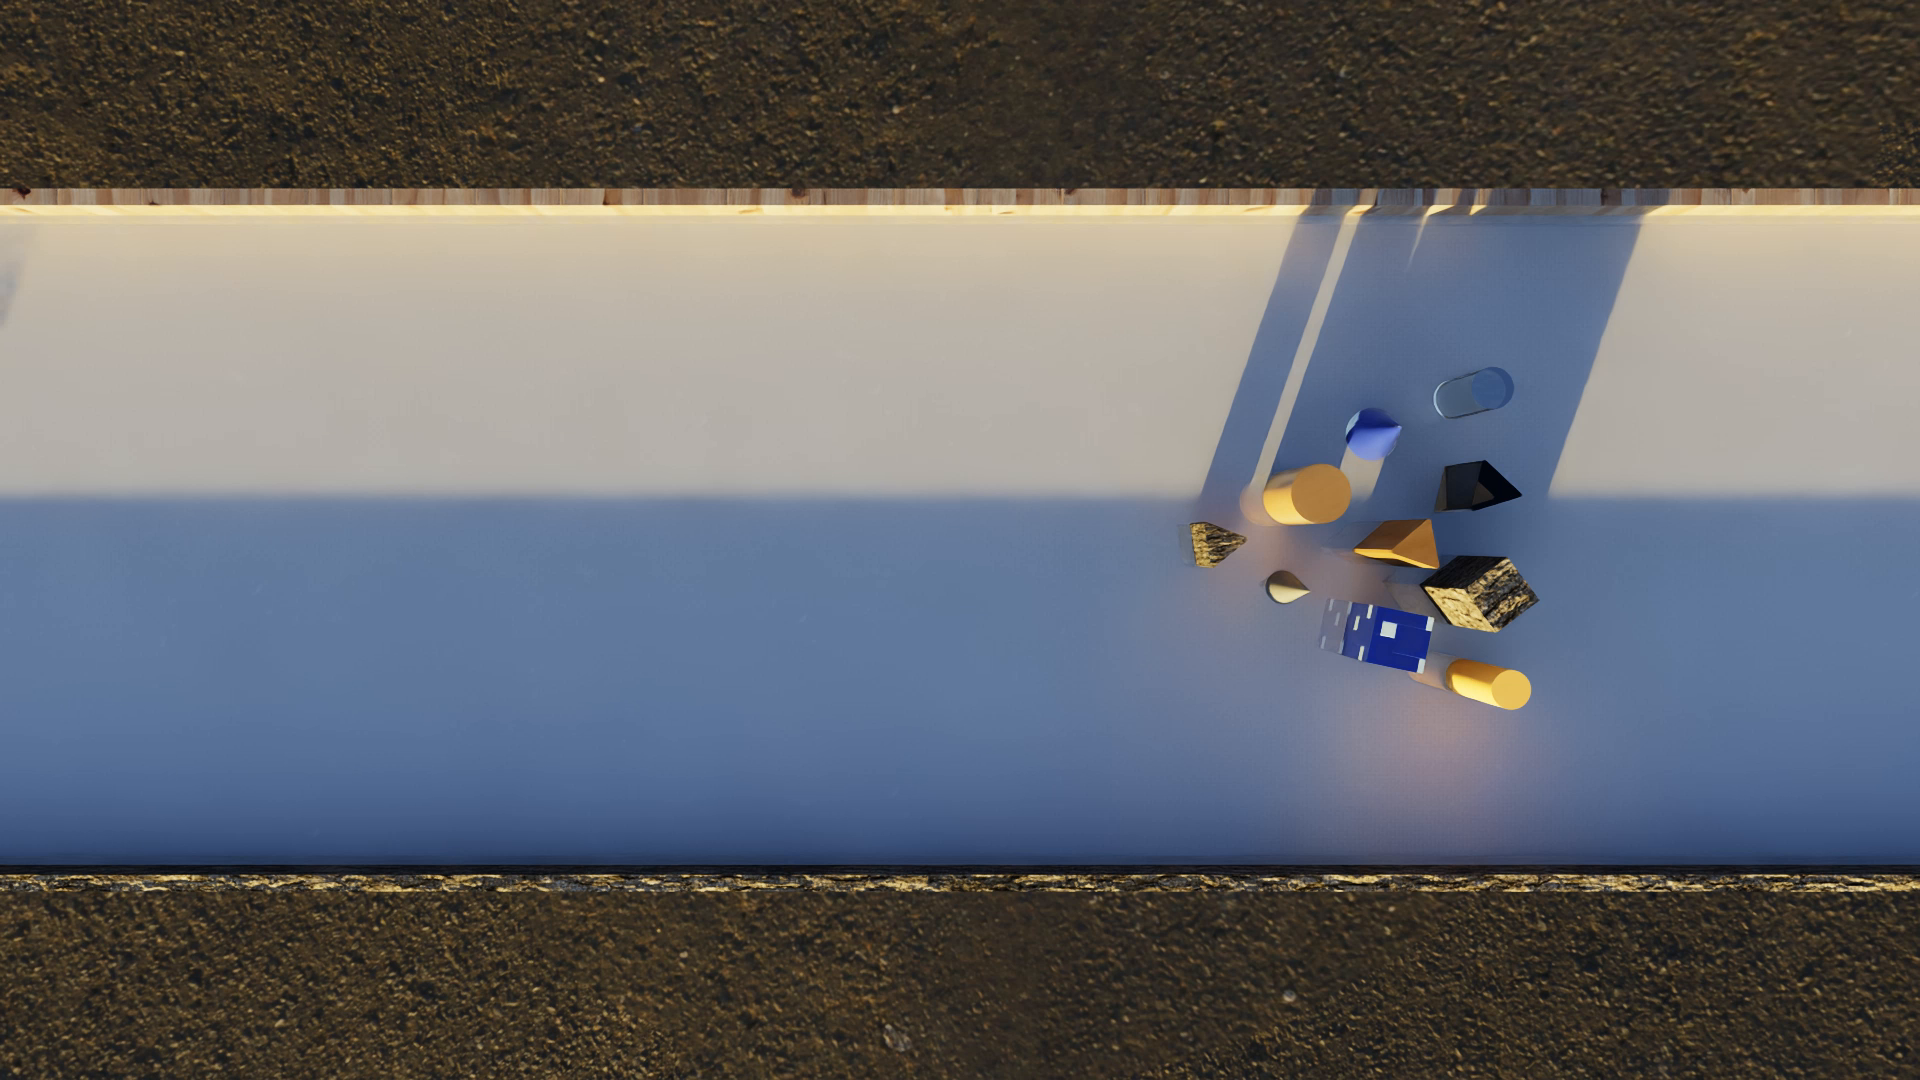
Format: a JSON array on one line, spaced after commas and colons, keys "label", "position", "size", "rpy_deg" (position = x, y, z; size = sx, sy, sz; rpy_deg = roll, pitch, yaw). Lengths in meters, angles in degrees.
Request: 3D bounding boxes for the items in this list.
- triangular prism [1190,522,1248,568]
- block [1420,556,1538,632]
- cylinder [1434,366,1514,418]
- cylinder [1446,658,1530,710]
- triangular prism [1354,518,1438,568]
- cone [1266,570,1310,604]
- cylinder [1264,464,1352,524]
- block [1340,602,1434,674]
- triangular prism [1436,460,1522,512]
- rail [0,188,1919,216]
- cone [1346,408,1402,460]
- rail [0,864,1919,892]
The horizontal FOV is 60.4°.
[{"label": "triangular prism", "position": [0.745, -0.006, 4.926], "size": [0.132, 0.301, 0.115], "rpy_deg": [-39, 90, 0]}, {"label": "block", "position": [1.520, 0.154, 4.851], "size": [0.152, 0.451, 0.152], "rpy_deg": [-37, 90, 0]}, {"label": "cylinder", "position": [1.518, -0.433, 4.888], "size": [0.122, 0.376, 0.122], "rpy_deg": [0, 90, 0]}, {"label": "cylinder", "position": [1.549, 0.421, 4.856], "size": [0.111, 0.441, 0.111], "rpy_deg": [0, 90, 0]}, {"label": "triangular prism", "position": [1.295, -0.002, 4.848], "size": [0.140, 0.457, 0.121], "rpy_deg": [19, 90, 0]}, {"label": "cone", "position": [0.992, 0.145, 4.872], "size": [0.104, 0.409, 0.104], "rpy_deg": [0, 90, 0]}, {"label": "cylinder", "position": [1.017, -0.131, 4.861], "size": [0.170, 0.432, 0.170], "rpy_deg": [0, 90, 0]}, {"label": "block", "position": [1.267, 0.288, 4.910], "size": [0.165, 0.333, 0.165], "rpy_deg": [12, 90, 0]}, {"label": "triangular prism", "position": [1.514, -0.167, 4.892], "size": [0.148, 0.369, 0.128], "rpy_deg": [-17, 90, 0]}, {"label": "rail", "position": [-2.247, -1.025, 5.002], "size": [12.000, 0.150, 0.050], "rpy_deg": [0, 90, 0]}, {"label": "cone", "position": [1.269, -0.325, 4.904], "size": [0.163, 0.345, 0.163], "rpy_deg": [0, 90, 0]}, {"label": "rail", "position": [-2.247, 1.025, 5.001], "size": [12.000, 0.150, 0.050], "rpy_deg": [0, 90, 0]}]
